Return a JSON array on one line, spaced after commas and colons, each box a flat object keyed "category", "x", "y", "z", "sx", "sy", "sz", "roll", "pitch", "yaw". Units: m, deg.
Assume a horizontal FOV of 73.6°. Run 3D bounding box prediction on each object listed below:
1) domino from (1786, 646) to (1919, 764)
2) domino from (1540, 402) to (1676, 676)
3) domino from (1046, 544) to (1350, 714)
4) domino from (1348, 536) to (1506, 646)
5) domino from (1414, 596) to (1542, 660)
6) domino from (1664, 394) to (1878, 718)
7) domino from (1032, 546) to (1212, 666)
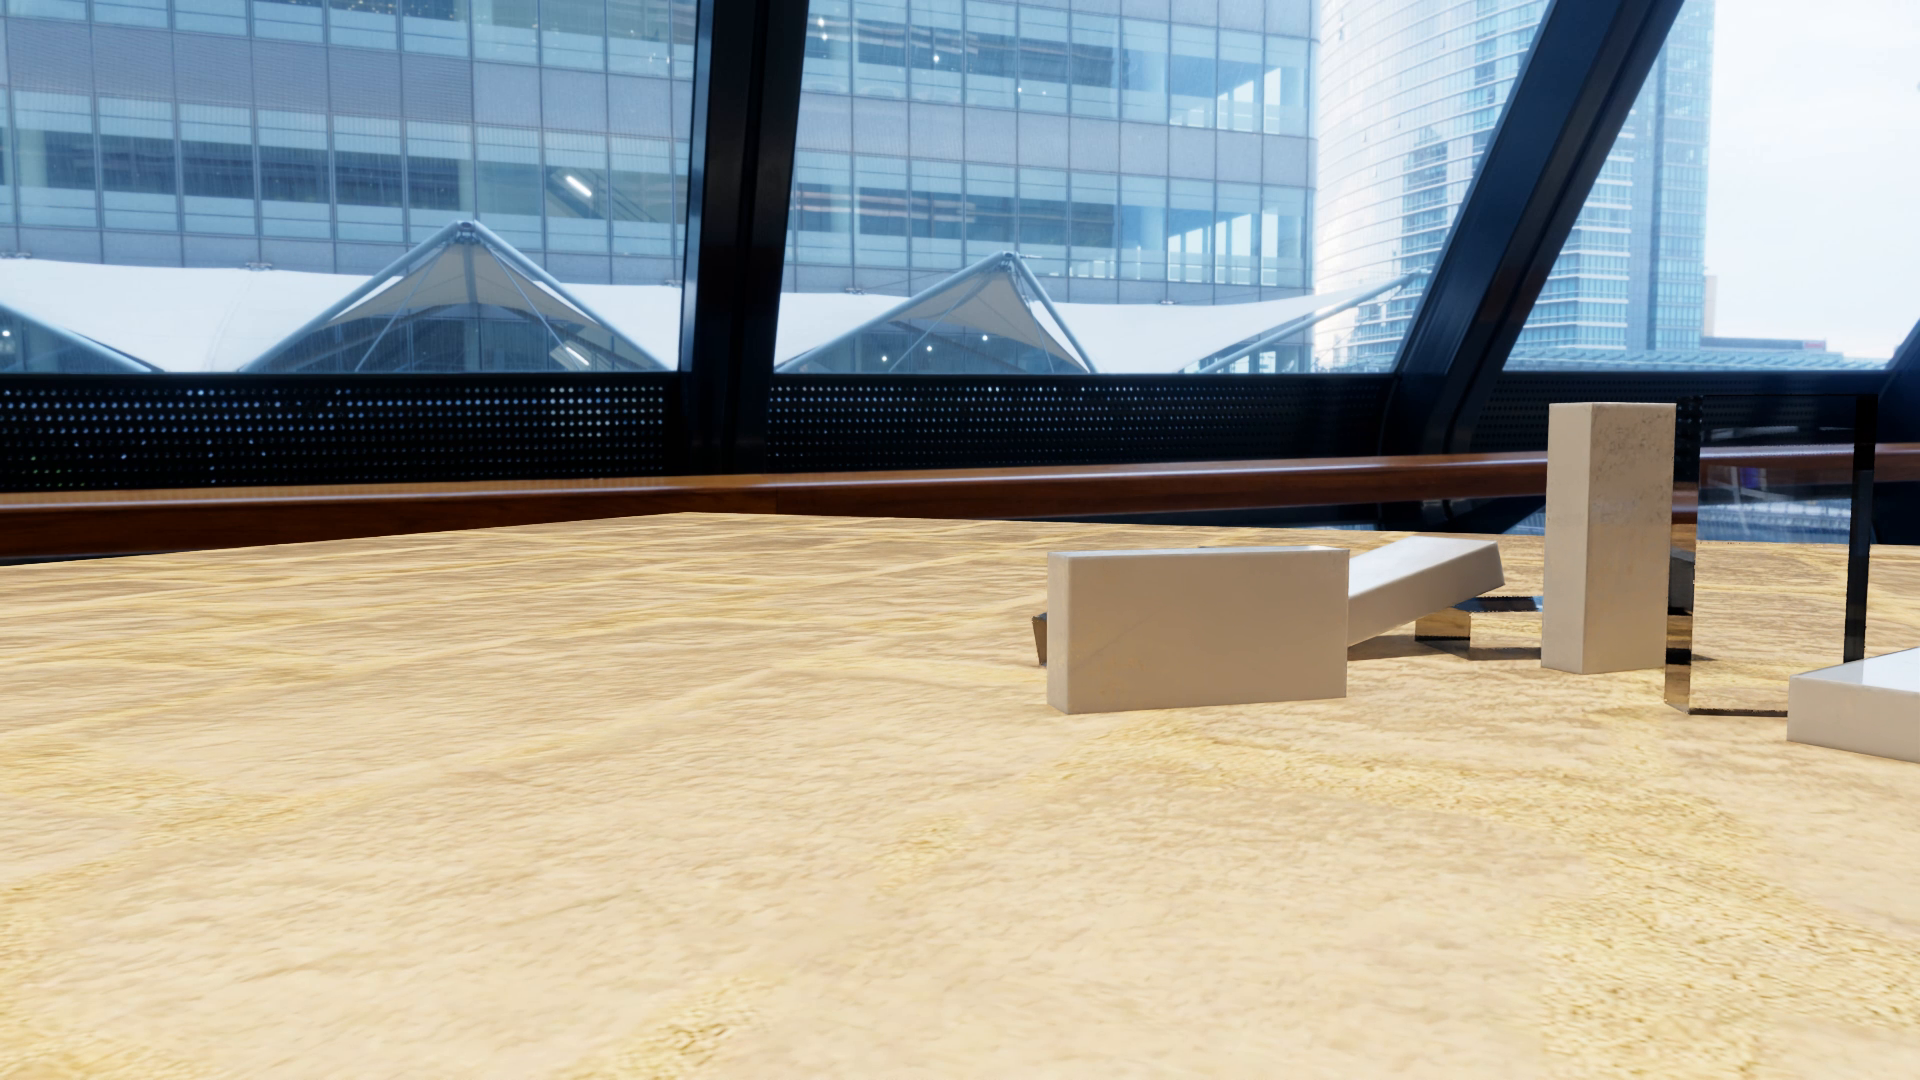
[{"category": "domino", "x": 0.146, "y": 0.024, "z": 0.188, "sx": 0.050, "sy": 0.010, "sz": 0.025, "roll": -3, "pitch": 5, "yaw": -34}, {"category": "domino", "x": 0.124, "y": -0.001, "z": 0.243, "sx": 0.025, "sy": 0.050, "sz": 0.009, "roll": -2, "pitch": 5, "yaw": -23}, {"category": "domino", "x": 0.040, "y": 0.014, "z": 0.212, "sx": 0.050, "sy": 0.025, "sz": 0.009, "roll": -1, "pitch": 4, "yaw": -16}, {"category": "domino", "x": 0.085, "y": 0.011, "z": 0.267, "sx": 0.050, "sy": 0.009, "sz": 0.025, "roll": -18, "pitch": 9, "yaw": -20}, {"category": "domino", "x": 0.124, "y": 0.018, "z": 0.266, "sx": 0.050, "sy": 0.009, "sz": 0.025, "roll": 0, "pitch": 4, "yaw": -5}, {"category": "domino", "x": 0.128, "y": 0.002, "z": 0.203, "sx": 0.025, "sy": 0.050, "sz": 0.009, "roll": 1, "pitch": 4, "yaw": 7}, {"category": "domino", "x": 0.041, "y": 0.013, "z": 0.251, "sx": 0.050, "sy": 0.009, "sz": 0.025, "roll": -20, "pitch": 15, "yaw": -36}]
